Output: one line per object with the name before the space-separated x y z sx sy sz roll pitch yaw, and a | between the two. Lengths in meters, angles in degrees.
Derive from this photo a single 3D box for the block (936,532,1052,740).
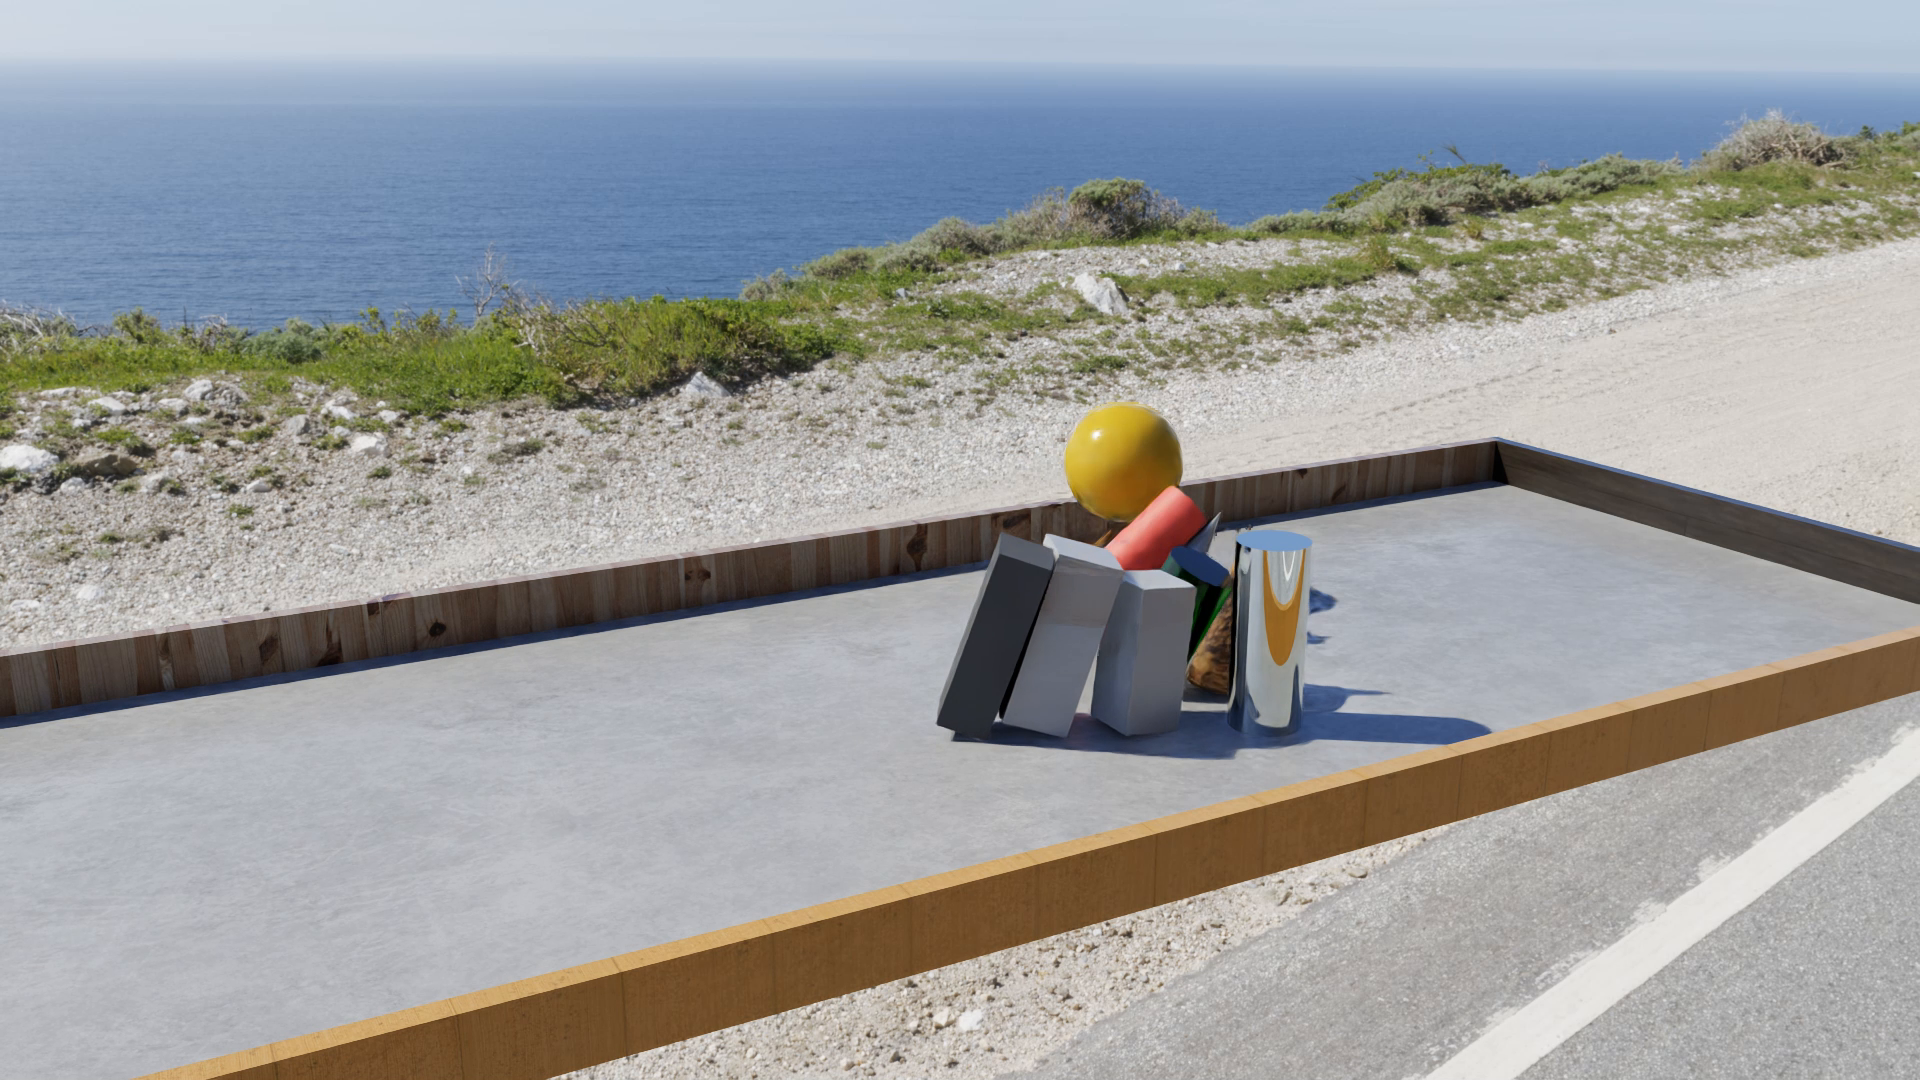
block | 0.077 0.221 3.751 0.123 0.453 0.123 18 23 -4

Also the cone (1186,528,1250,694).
cone | 0.672 0.158 4.049 0.161 0.414 0.161 8 17 -2

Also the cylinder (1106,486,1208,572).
cylinder | 0.465 0.045 4.404 0.406 0.144 0.144 -43 26 -5

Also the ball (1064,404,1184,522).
ball | 0.467 -0.221 4.715 0.340 0.340 0.340 0 16 0

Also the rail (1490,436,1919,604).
rail | 2.466 -0.048 5.253 0.050 0.150 2.100 -9 18 -27

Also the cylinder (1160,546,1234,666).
cylinder | 0.519 0.197 4.039 0.173 0.321 0.173 22 23 -10

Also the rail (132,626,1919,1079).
rail | -2.336 1.006 1.665 12.000 0.150 0.050 -9 18 -27

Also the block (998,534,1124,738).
block | 0.222 0.220 3.806 0.158 0.419 0.158 15 15 -12

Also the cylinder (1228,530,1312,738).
cylinder | 0.717 0.216 3.826 0.172 0.448 0.172 0 16 0

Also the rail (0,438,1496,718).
rail | -3.305 0.497 3.399 12.000 0.150 0.050 -9 18 -27

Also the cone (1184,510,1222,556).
cone | 0.602 0.073 4.401 0.179 0.364 0.179 33 -2 1

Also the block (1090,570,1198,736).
block | 0.425 0.259 3.831 0.148 0.348 0.148 -2 15 -29

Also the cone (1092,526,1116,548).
cone | 0.402 0.040 4.890 0.106 0.106 0.427 7 27 22
